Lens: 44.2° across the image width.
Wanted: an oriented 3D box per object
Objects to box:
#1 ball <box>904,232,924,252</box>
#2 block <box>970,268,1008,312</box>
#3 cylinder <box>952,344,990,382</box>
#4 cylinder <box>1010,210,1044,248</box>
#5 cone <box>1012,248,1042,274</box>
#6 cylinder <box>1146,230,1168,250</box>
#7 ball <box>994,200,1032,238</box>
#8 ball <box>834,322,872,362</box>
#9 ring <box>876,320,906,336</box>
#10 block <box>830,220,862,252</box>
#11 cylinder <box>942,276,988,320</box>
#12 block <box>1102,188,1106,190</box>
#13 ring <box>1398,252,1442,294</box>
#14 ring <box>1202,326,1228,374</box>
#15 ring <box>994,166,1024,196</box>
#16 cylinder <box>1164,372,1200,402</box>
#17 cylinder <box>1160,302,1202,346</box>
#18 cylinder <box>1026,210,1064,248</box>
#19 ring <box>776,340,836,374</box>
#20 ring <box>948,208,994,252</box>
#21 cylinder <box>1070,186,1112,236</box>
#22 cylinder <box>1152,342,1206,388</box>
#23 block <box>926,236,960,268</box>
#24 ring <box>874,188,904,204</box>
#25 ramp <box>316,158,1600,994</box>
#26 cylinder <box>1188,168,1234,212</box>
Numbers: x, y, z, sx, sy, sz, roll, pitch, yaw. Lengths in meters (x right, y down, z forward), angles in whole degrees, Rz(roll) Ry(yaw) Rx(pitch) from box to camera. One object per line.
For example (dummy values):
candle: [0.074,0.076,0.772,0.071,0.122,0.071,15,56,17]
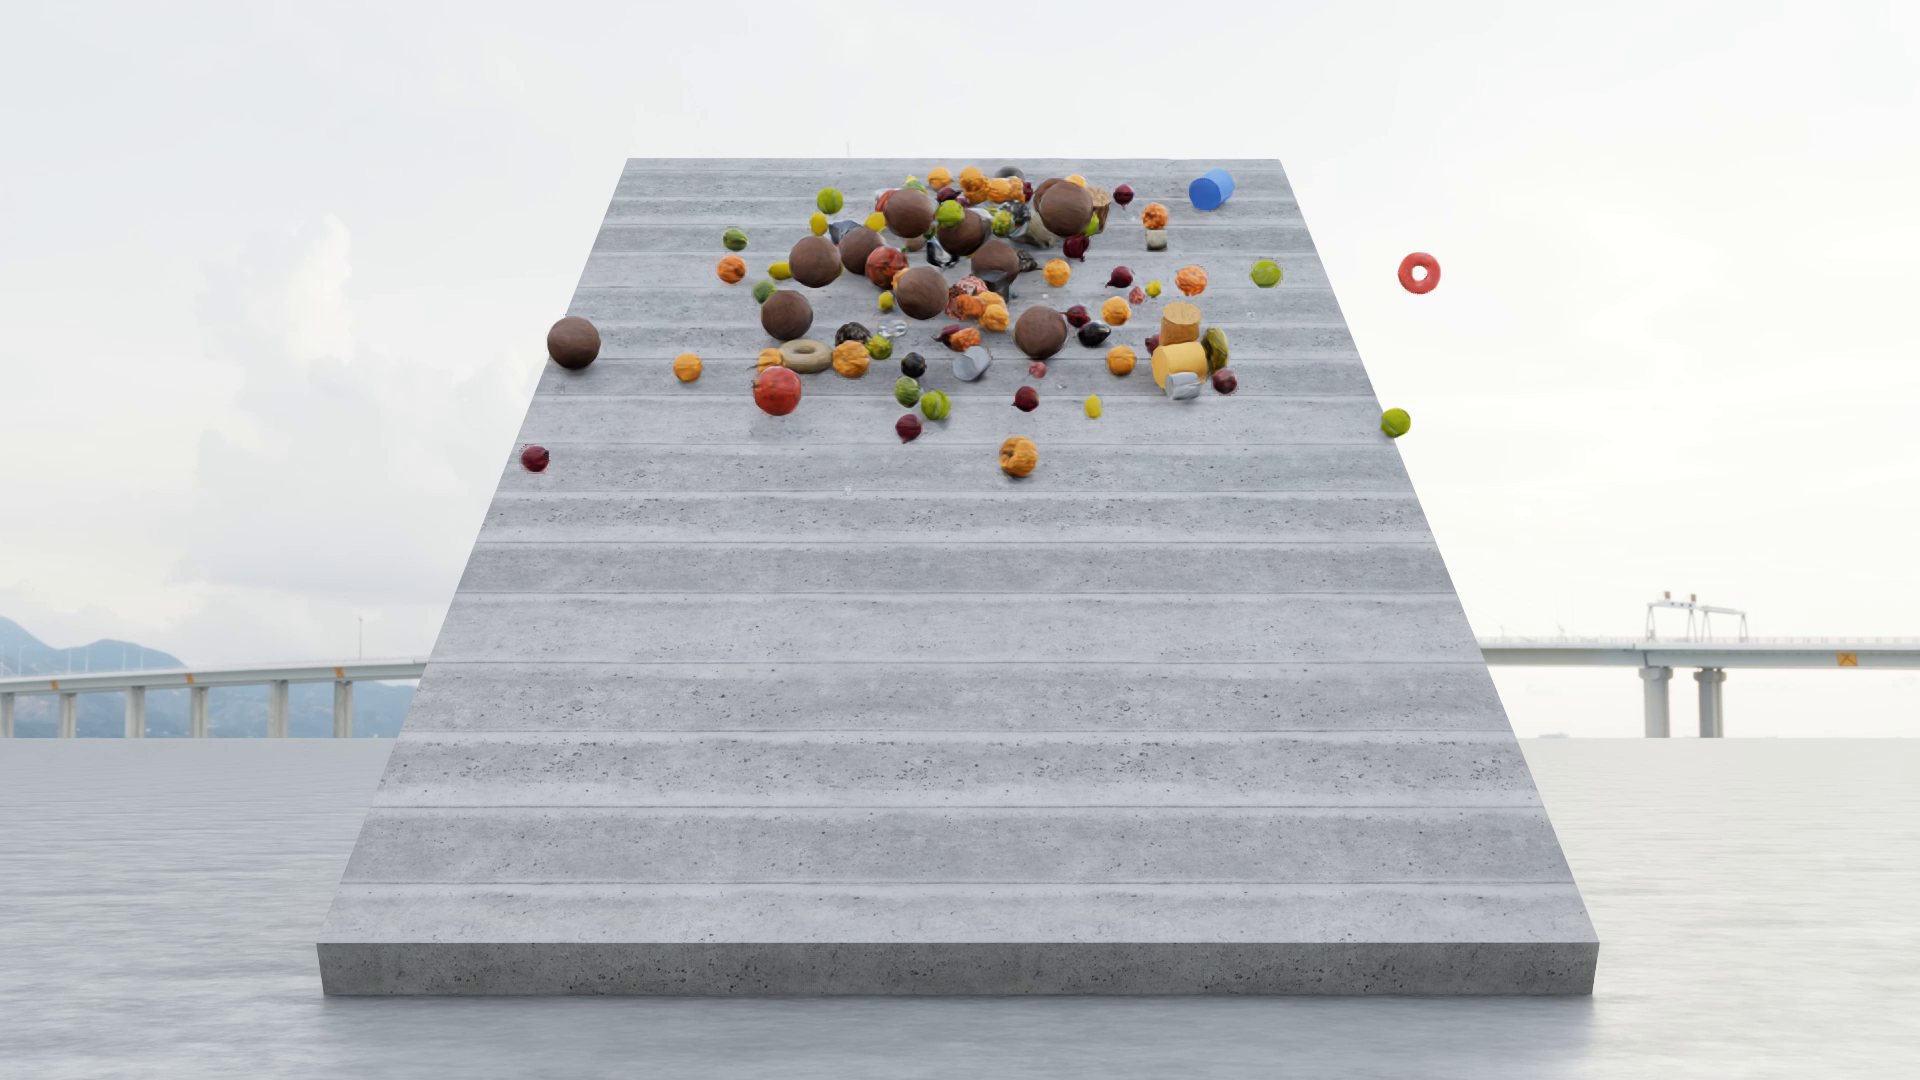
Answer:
ball: [-0.125,-0.817,6.489,0.056,0.056,0.056,0,-5,0]
block: [0.072,-0.649,6.133,0.081,0.081,0.081,13,29,24]
cylinder: [0.027,-0.425,5.700,0.068,0.068,0.068,-4,29,38]
cylinder: [0.190,-0.864,6.529,0.093,0.093,0.093,18,-1,12]
cone: [0.192,-0.740,6.367,0.073,0.073,0.073,19,-13,-25]
cylinder: [0.541,-0.824,6.514,0.054,0.054,0.054,0,-5,-1]
ball: [0.142,-0.859,6.338,0.097,0.097,0.097,0,-5,0]
ball: [-0.261,-0.485,5.792,0.094,0.094,0.094,0,-5,0]
ring: [-0.172,-0.534,5.965,0.077,0.026,0.077,-1,26,0]
block: [-0.314,-0.838,6.525,0.064,0.064,0.064,-17,32,-31]
cylinder: [0.013,-0.619,6.061,0.091,0.091,0.091,-3,23,29]
block: [0.388,-0.983,6.827,0.053,0.053,0.053,10,29,12]
ring: [1.207,-0.700,6.217,0.114,0.114,0.038,-1,10,17]
ring: [0.616,-0.458,5.719,0.039,0.116,0.116,-3,-4,-14]
ring: [0.143,-1.047,6.905,0.093,0.093,0.031,0,-13,3]
cylinder: [0.524,-0.363,5.586,0.063,0.063,0.063,-8,-2,-14]
cylinder: [0.532,-0.510,5.716,0.092,0.092,0.092,0,-49,-4]
cylinder: [0.227,-0.824,6.274,0.074,0.074,0.074,36,4,14]
ring: [-0.376,-0.448,5.768,0.145,0.048,0.145,1,27,-1]
ring: [0.030,-0.849,6.480,0.139,0.046,0.139,-23,-35,-17]
cylinder: [0.365,-0.923,6.633,0.098,0.098,0.098,1,-48,-14]
cylinder: [0.524,-0.419,5.657,0.099,0.099,0.099,-9,-2,-18]
block: [-0.046,-0.781,6.416,0.063,0.063,0.063,24,35,38]
ring: [-0.208,-1.004,6.896,0.085,0.028,0.085,1,28,0]
ramp: [-0.010,-0.227,5.496,2.000,0.100,4.000,0,27,0]
cylinder: [0.727,-1.012,6.836,0.099,0.099,0.099,-3,22,34]
